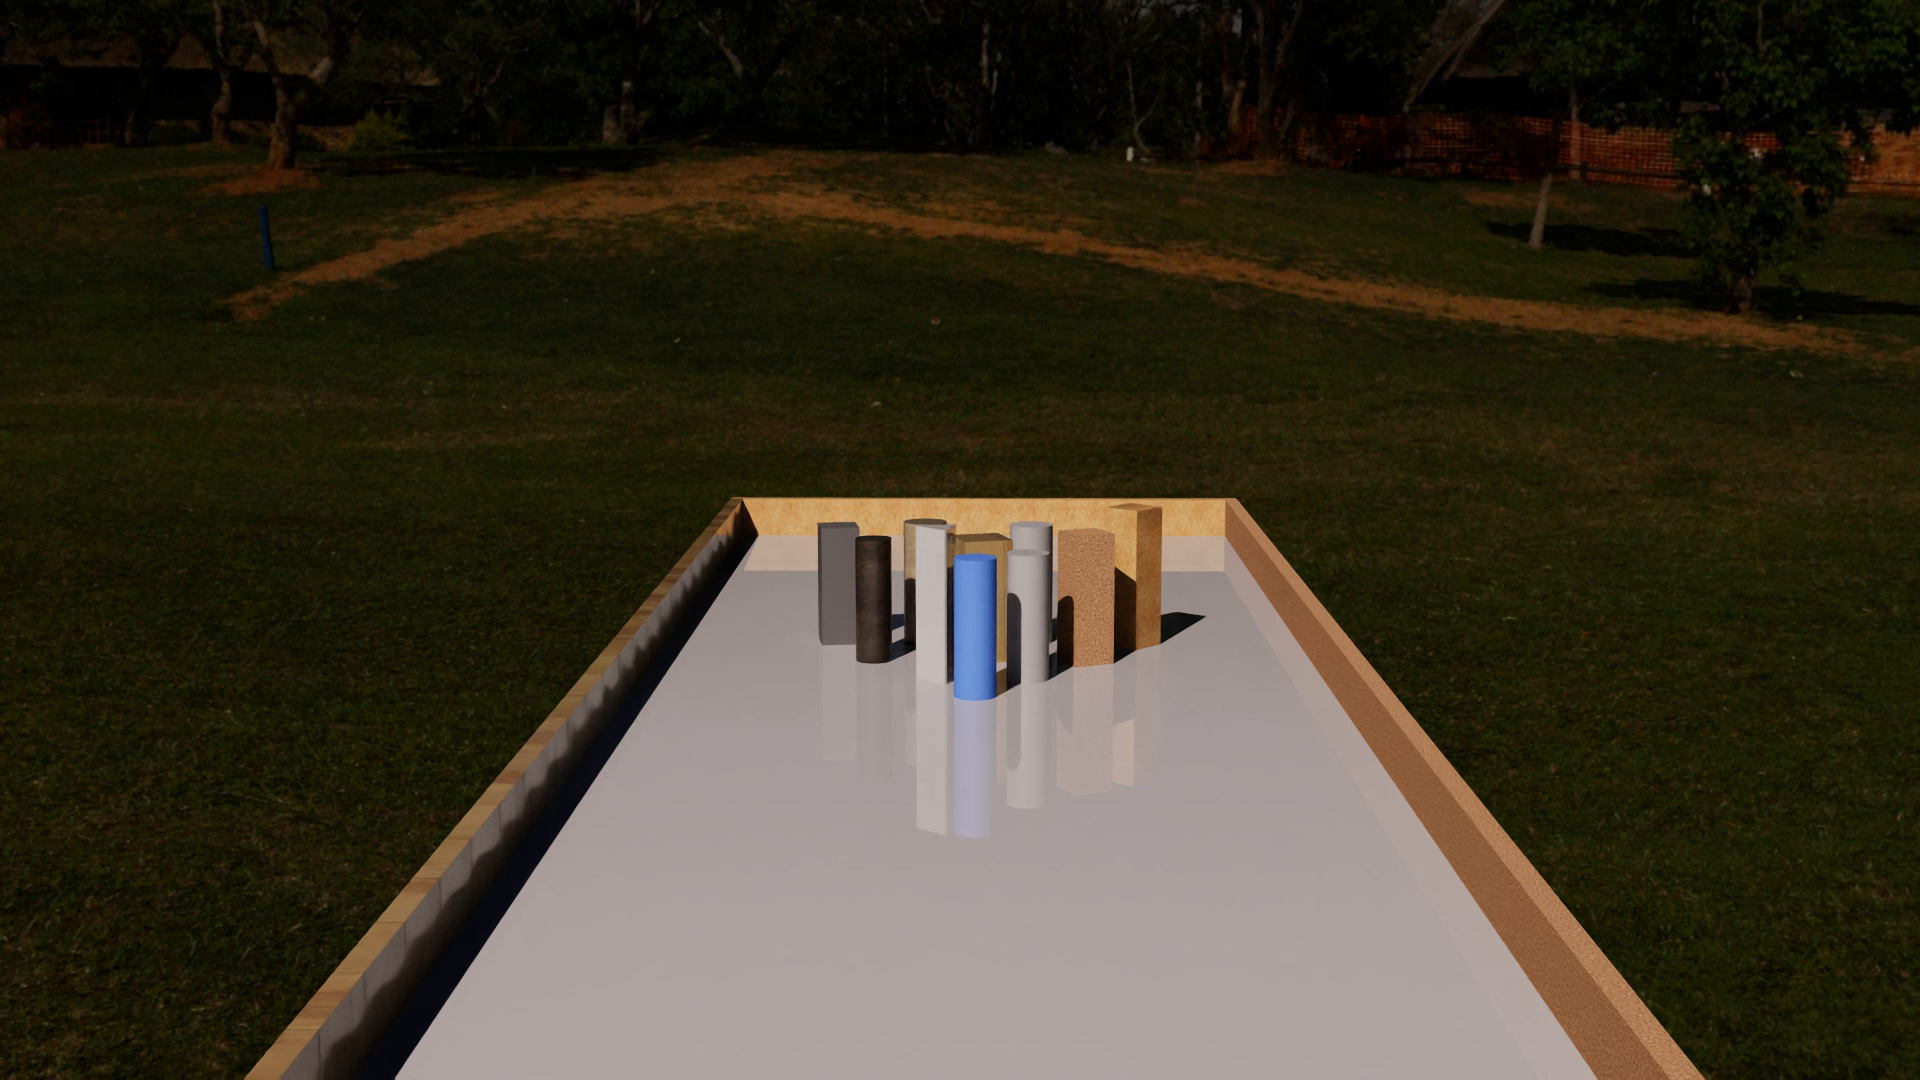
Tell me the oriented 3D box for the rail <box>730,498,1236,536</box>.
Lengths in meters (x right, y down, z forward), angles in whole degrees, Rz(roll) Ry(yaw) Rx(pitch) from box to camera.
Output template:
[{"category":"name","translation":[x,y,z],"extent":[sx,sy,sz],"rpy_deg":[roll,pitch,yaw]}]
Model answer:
[{"category":"rail","translation":[0.099,-0.098,9.147],"extent":[2.100,0.150,0.050],"rpy_deg":[0,9,1]}]

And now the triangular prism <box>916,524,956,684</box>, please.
[{"category":"triangular prism","translation":[-0.049,0.183,6.411],"extent":[0.119,0.452,0.103],"rpy_deg":[8,12,42]}]

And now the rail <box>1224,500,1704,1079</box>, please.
[{"category":"rail","translation":[1.046,0.843,3.208],"extent":[0.050,0.150,12.000],"rpy_deg":[0,9,1]}]

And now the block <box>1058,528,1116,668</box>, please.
[{"category":"block","translation":[0.380,0.173,6.649],"extent":[0.127,0.398,0.127],"rpy_deg":[-4,10,-24]}]

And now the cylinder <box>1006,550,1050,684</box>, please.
[{"category":"cylinder","translation":[0.199,0.222,6.413],"extent":[0.125,0.375,0.125],"rpy_deg":[0,9,0]}]

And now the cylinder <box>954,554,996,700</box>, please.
[{"category":"cylinder","translation":[0.043,0.245,6.194],"extent":[0.121,0.398,0.121],"rpy_deg":[0,9,0]}]

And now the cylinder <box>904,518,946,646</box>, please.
[{"category":"cylinder","translation":[-0.109,0.133,6.931],"extent":[0.136,0.388,0.136],"rpy_deg":[0,9,0]}]

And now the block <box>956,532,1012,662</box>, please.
[{"category":"block","translation":[0.065,0.177,6.698],"extent":[0.150,0.374,0.150],"rpy_deg":[-3,9,-17]}]

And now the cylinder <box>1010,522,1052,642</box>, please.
[{"category":"cylinder","translation":[0.225,0.136,6.951],"extent":[0.136,0.375,0.136],"rpy_deg":[0,9,0]}]

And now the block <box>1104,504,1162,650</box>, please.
[{"category":"block","translation":[0.541,0.113,6.898],"extent":[0.128,0.438,0.128],"rpy_deg":[8,12,42]}]

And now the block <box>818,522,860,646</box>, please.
[{"category":"block","translation":[-0.383,0.137,6.954],"extent":[0.120,0.373,0.120],"rpy_deg":[-1,9,-9]}]

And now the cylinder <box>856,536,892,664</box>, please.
[{"category":"cylinder","translation":[-0.262,0.180,6.673],"extent":[0.110,0.376,0.110],"rpy_deg":[0,9,0]}]

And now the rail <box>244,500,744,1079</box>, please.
[{"category":"rail","translation":[-1.004,0.839,3.234],"extent":[0.050,0.150,12.000],"rpy_deg":[0,9,1]}]
